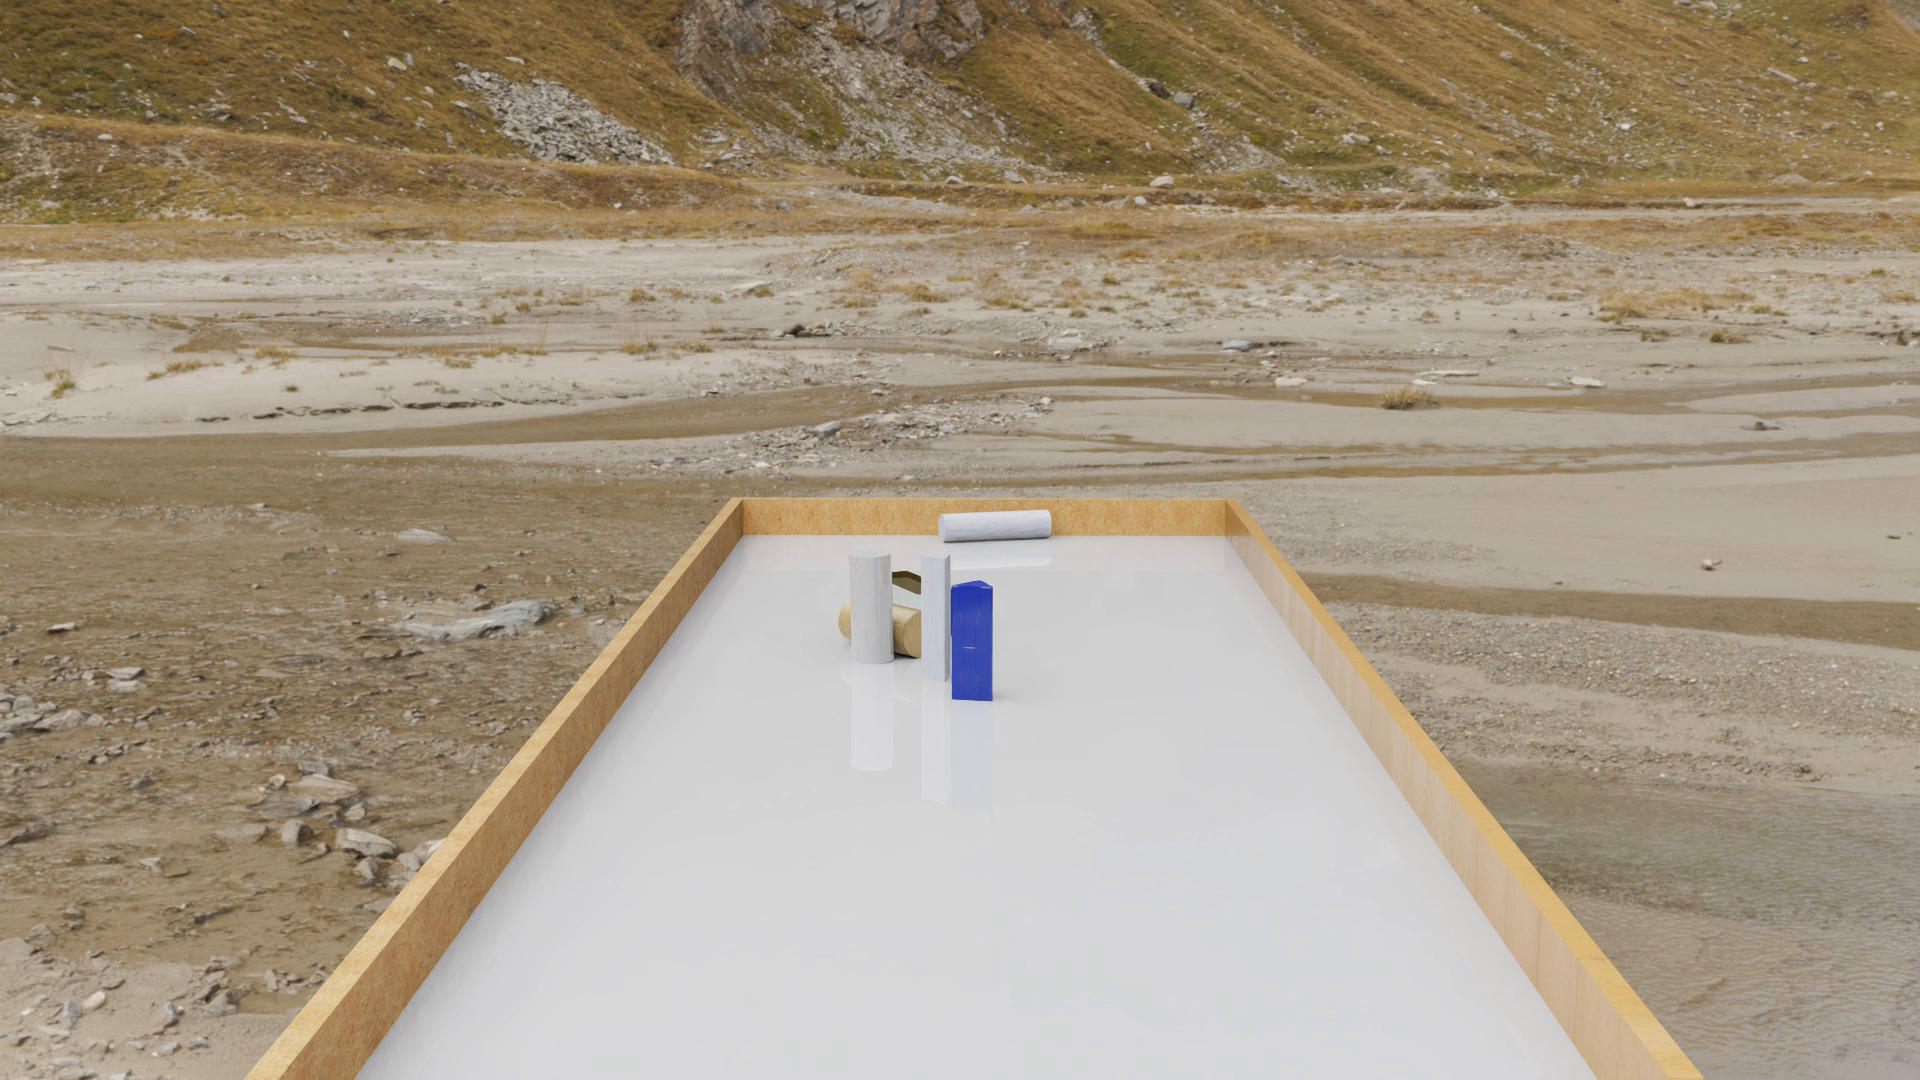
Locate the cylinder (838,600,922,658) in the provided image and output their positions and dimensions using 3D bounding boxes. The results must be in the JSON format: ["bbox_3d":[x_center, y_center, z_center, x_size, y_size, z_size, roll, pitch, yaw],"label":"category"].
[{"bbox_3d":[-0.222,0.269,6.848,0.144,0.144,0.328,-7,12,-39],"label":"cylinder"}]

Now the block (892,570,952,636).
[{"bbox_3d":[-0.158,0.209,7.238,0.142,0.142,0.428,-4,10,-23],"label":"block"}]

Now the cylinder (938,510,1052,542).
[{"bbox_3d":[0.143,-0.058,9.007,0.450,0.116,0.116,-3,9,-15],"label":"cylinder"}]

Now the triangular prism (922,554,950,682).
[{"bbox_3d":[-0.054,0.225,6.423,0.089,0.364,0.077,8,12,40],"label":"triangular prism"}]

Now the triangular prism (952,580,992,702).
[{"bbox_3d":[0.045,0.282,6.194,0.116,0.325,0.101,2,9,13],"label":"triangular prism"}]

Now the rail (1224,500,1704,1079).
[{"bbox_3d":[1.046,0.843,3.208,0.050,0.150,12.000,0,9,1],"label":"rail"}]

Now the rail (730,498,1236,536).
[{"bbox_3d":[0.099,-0.098,9.147,2.100,0.150,0.050,0,9,1],"label":"rail"}]

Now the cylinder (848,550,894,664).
[{"bbox_3d":[-0.269,0.202,6.674,0.128,0.329,0.128,-1,11,0],"label":"cylinder"}]

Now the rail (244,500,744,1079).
[{"bbox_3d":[-1.004,0.839,3.234,0.050,0.150,12.000,0,9,1],"label":"rail"}]
